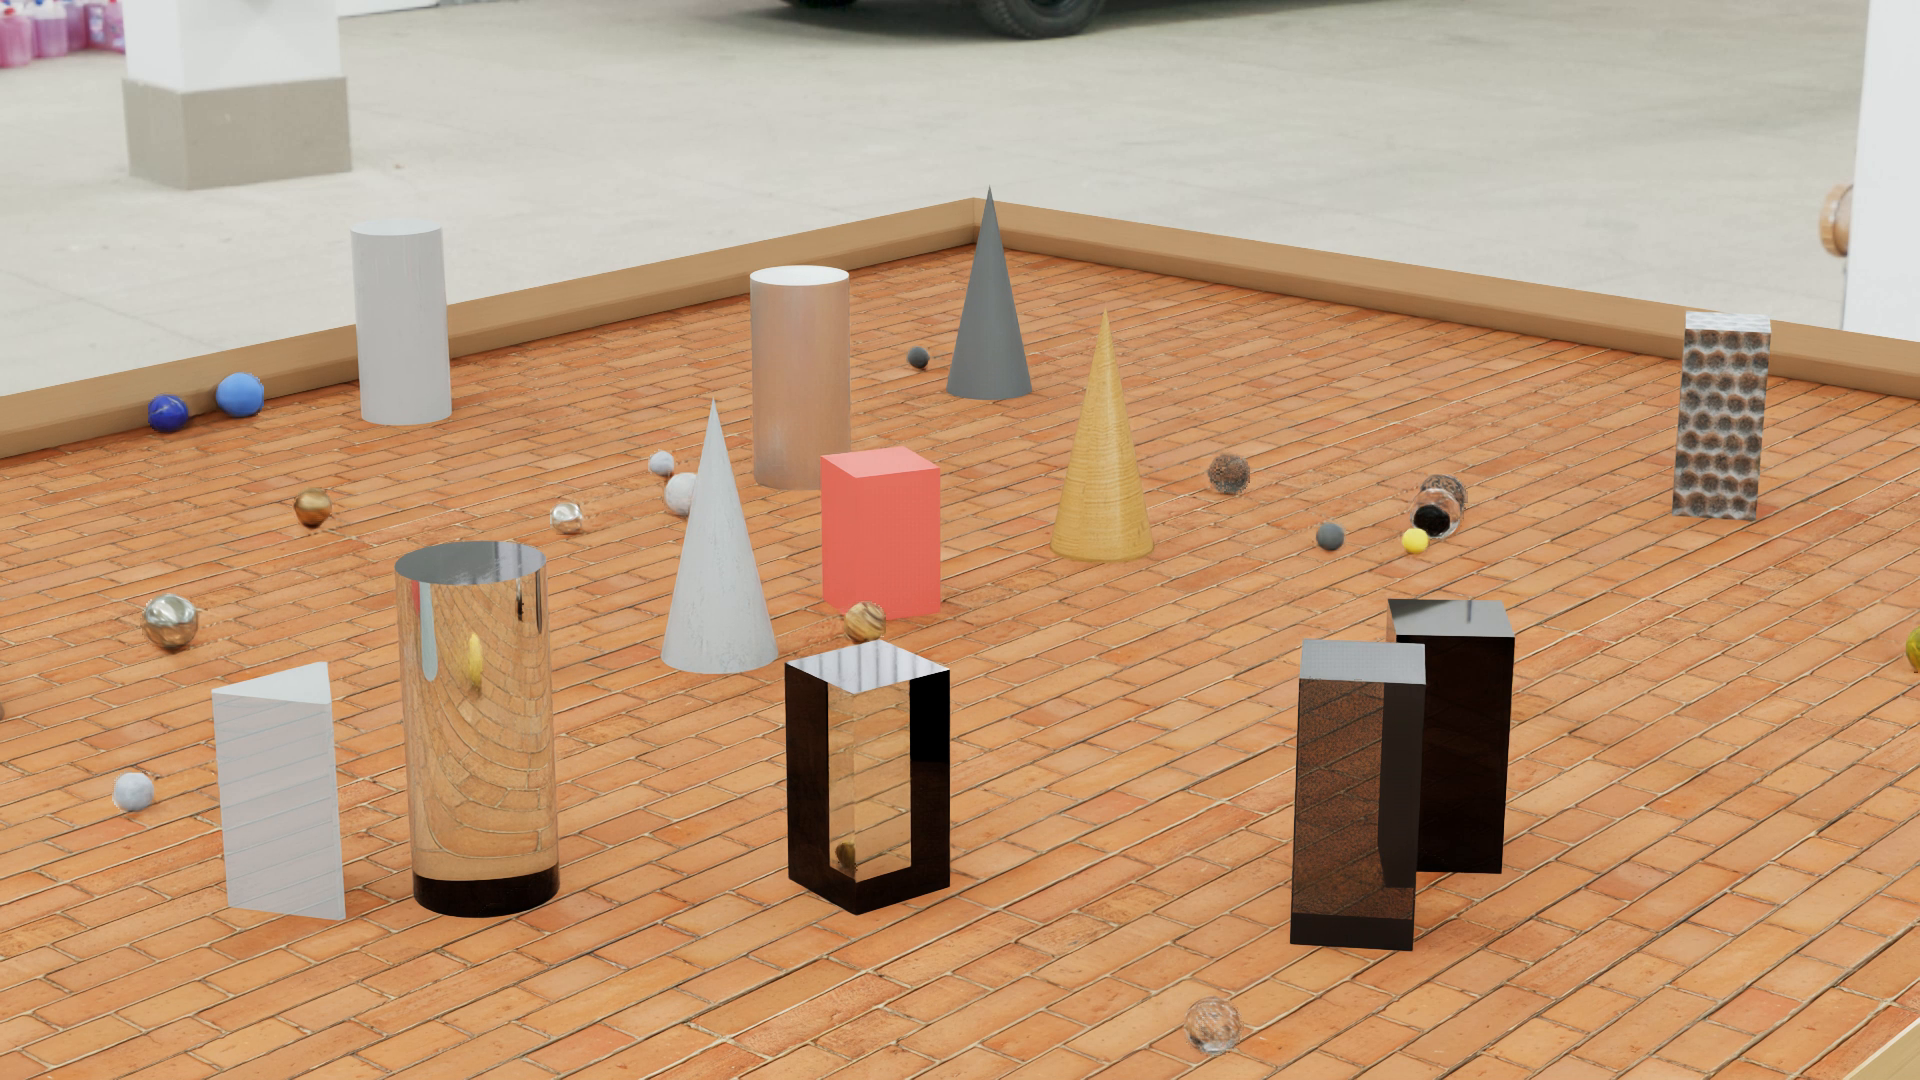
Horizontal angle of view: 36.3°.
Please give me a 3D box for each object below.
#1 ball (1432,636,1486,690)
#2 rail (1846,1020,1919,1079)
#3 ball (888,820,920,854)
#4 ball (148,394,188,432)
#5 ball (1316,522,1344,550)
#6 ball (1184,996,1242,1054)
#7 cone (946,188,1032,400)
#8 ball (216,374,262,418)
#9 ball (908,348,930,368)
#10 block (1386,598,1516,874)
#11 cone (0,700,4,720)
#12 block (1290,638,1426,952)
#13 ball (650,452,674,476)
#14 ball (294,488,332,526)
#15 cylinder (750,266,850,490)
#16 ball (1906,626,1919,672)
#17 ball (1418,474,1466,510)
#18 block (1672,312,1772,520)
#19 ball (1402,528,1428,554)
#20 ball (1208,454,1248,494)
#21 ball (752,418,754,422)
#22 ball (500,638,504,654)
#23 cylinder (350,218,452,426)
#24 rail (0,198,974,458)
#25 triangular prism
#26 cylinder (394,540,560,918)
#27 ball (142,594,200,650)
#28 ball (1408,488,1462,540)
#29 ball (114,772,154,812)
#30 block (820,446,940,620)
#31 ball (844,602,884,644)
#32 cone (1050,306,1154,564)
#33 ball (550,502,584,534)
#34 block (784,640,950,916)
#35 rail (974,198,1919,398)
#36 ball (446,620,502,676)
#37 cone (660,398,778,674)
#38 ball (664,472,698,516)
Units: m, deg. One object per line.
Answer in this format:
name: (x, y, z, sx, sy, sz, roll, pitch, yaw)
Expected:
ball: (0.792, 0.195, 4.653, 0.084, 0.084, 0.084, 0, 17, 0)
rail: (1.548, 0.420, 3.833, 0.045, 0.126, 4.890, 14, 22, 39)
ball: (-0.077, 0.407, 4.020, 0.046, 0.046, 0.046, 0, 17, 0)
ball: (-1.671, -0.268, 6.194, 0.081, 0.081, 0.081, 0, 17, 0)
ball: (0.679, -0.006, 5.376, 0.052, 0.052, 0.052, 0, 17, 0)
ball: (0.297, 0.570, 3.442, 0.067, 0.067, 0.067, 0, 17, 0)
cone: (0.065, -0.559, 6.496, 0.194, 0.464, 0.194, 0, 17, 0)
ball: (-1.550, -0.310, 6.307, 0.097, 0.097, 0.097, 0, 17, 0)
ball: (-0.095, -0.420, 6.755, 0.048, 0.048, 0.048, 0, 17, 0)
block: (0.658, 0.265, 3.984, 0.155, 0.337, 0.155, 1, 17, 4)
cone: (-1.576, 0.046, 4.457, 0.194, 0.483, 0.194, 0, 17, 0)
block: (0.508, 0.324, 3.749, 0.155, 0.359, 0.155, 2, 17, 8)
ball: (-0.596, -0.153, 5.866, 0.050, 0.050, 0.050, 0, 17, 0)
ball: (-1.220, -0.062, 5.532, 0.069, 0.069, 0.069, 0, 17, 0)
cylinder: (-0.314, -0.322, 5.801, 0.194, 0.411, 0.194, 0, 17, 0)
ball: (1.566, 0.175, 4.720, 0.085, 0.085, 0.085, 0, 17, 0)
ball: (0.915, -0.082, 5.566, 0.088, 0.088, 0.088, 0, 17, 0)
block: (1.453, -0.238, 5.602, 0.155, 0.366, 0.155, 4, 17, 13)
ball: (0.833, 0.001, 5.359, 0.048, 0.048, 0.048, 0, 17, 0)
ball: (0.525, -0.130, 5.743, 0.077, 0.077, 0.077, 0, 17, 0)
ball: (-0.401, -0.262, 6.187, 0.074, 0.074, 0.074, 0, 17, 0)
ball: (-0.765, 0.176, 4.789, 0.043, 0.043, 0.043, 0, 17, 0)
cylinder: (-1.198, -0.469, 6.289, 0.194, 0.411, 0.194, 0, 17, 0)
rail: (-1.548, -0.357, 6.407, 0.045, 0.126, 4.890, 14, 22, 39)
triangular prism: (-0.862, 0.324, 3.856, 0.168, 0.298, 0.145, 5, 17, 16)
cylinder: (-0.630, 0.246, 3.843, 0.194, 0.455, 0.194, 0, 17, 0)
ball: (-1.303, 0.135, 4.843, 0.090, 0.090, 0.090, 0, 17, 0)
ball: (0.882, -0.049, 5.442, 0.096, 0.096, 0.096, 0, 17, 0)
ball: (-1.174, 0.357, 4.165, 0.056, 0.056, 0.056, 0, 17, 0)
block: (-0.136, -0.010, 5.032, 0.155, 0.258, 0.155, -8, 18, -24)
ball: (-0.159, 0.138, 4.868, 0.069, 0.069, 0.069, 0, 17, 0)
cone: (0.261, -0.204, 5.334, 0.194, 0.456, 0.194, 0, 17, 0)
ball: (-0.734, -0.041, 5.478, 0.060, 0.060, 0.060, 0, 17, 0)
block: (-0.122, 0.312, 3.881, 0.155, 0.307, 0.155, -13, 21, -36)
rail: (1.587, -0.497, 6.871, 4.148, 0.126, 0.045, 14, 22, 39)
ball: (-0.782, 0.174, 4.715, 0.090, 0.090, 0.090, 0, 17, 0)
cone: (-0.395, -0.021, 4.759, 0.194, 0.437, 0.194, 0, 17, 0)
ball: (-0.521, -0.087, 5.586, 0.085, 0.085, 0.085, 0, 17, 0)
